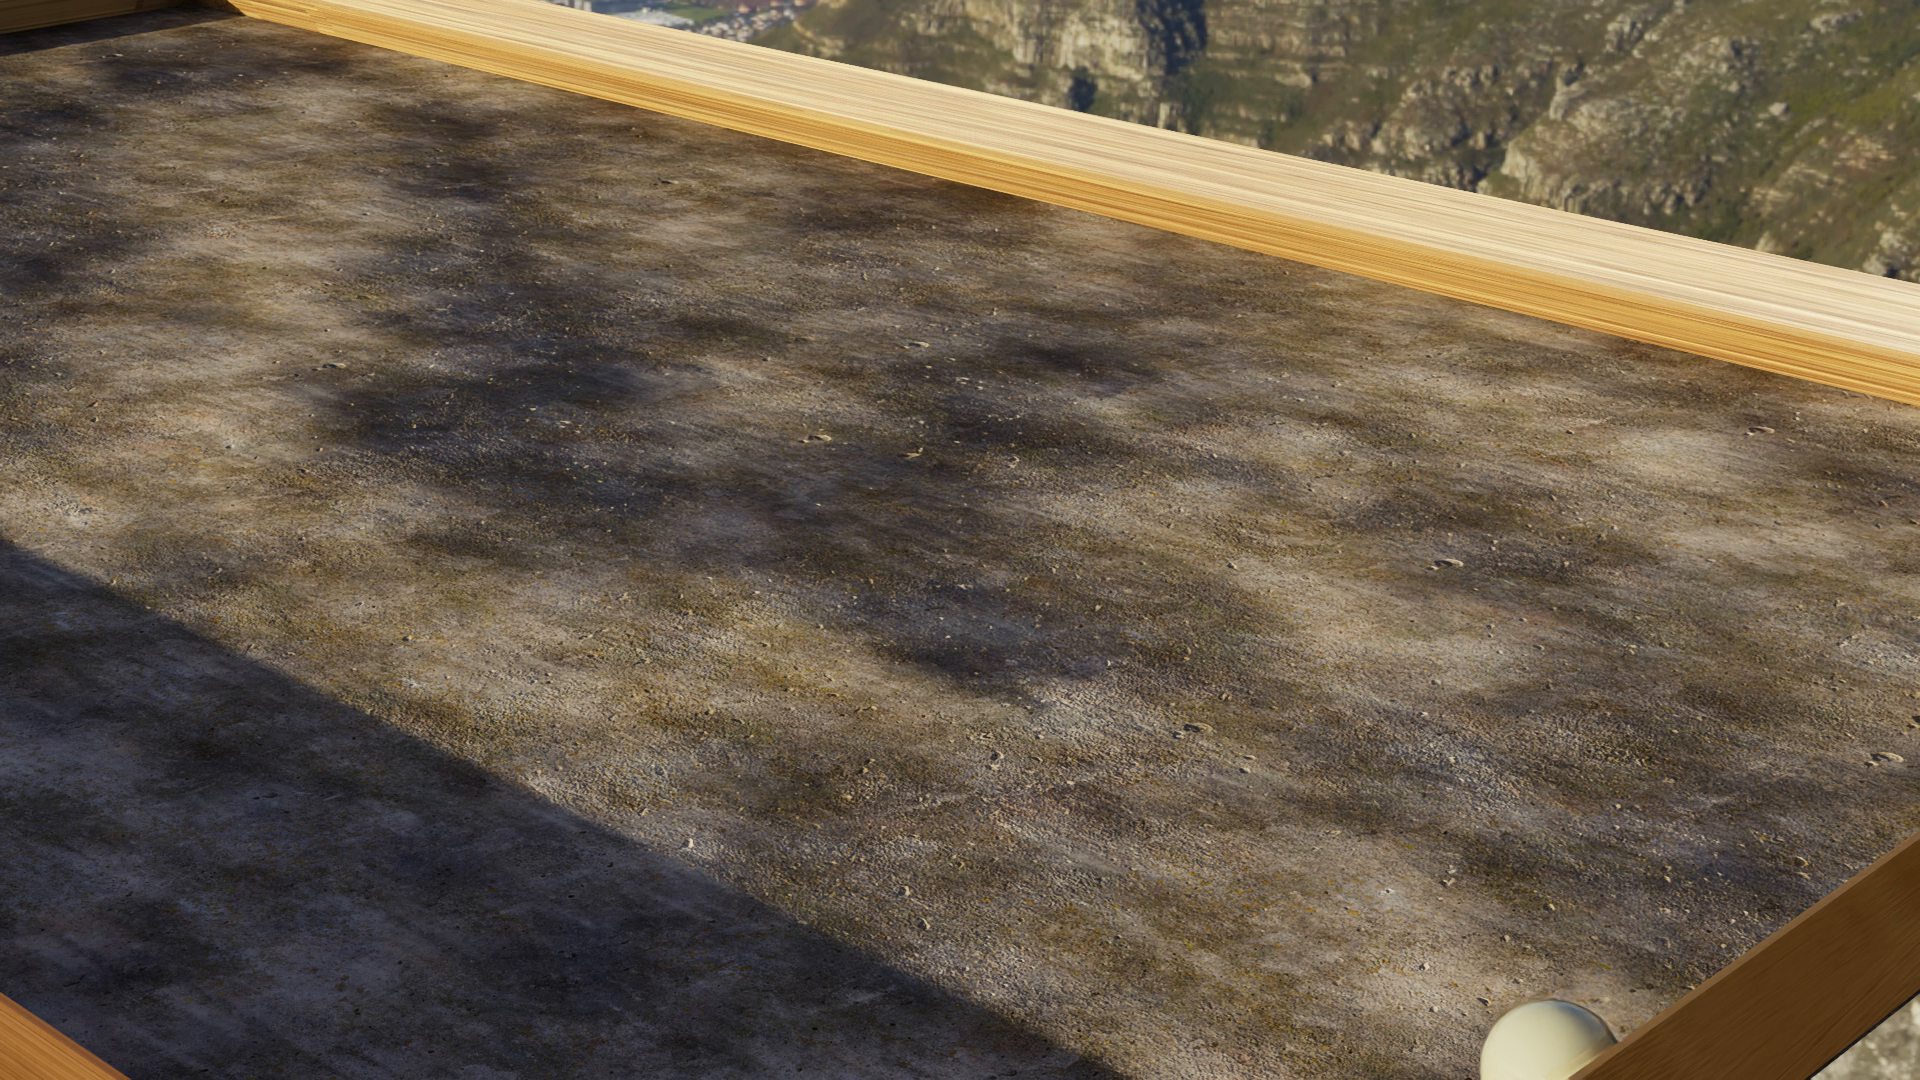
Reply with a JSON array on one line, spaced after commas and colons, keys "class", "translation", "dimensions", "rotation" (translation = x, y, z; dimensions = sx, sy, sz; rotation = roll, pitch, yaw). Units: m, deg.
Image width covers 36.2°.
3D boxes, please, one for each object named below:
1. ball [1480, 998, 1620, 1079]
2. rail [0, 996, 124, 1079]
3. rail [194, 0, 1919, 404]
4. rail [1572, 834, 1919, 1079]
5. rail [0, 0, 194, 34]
[{"class": "ball", "translation": [0.358, 0.320, 1.778], "dimensions": [0.086, 0.086, 0.086], "rotation": [0, 21, 0]}, {"class": "rail", "translation": [-1.407, 0.019, 2.497], "dimensions": [3.811, 0.128, 0.045], "rotation": [19, 28, 40]}, {"class": "rail", "translation": [0.022, -0.526, 3.907], "dimensions": [3.811, 0.128, 0.045], "rotation": [19, 28, 40]}, {"class": "rail", "translation": [0.675, 0.212, 1.996], "dimensions": [0.045, 0.128, 2.128], "rotation": [19, 28, 40]}, {"class": "rail", "translation": [-2.060, -0.720, 4.408], "dimensions": [0.045, 0.128, 2.128], "rotation": [19, 28, 40]}]
